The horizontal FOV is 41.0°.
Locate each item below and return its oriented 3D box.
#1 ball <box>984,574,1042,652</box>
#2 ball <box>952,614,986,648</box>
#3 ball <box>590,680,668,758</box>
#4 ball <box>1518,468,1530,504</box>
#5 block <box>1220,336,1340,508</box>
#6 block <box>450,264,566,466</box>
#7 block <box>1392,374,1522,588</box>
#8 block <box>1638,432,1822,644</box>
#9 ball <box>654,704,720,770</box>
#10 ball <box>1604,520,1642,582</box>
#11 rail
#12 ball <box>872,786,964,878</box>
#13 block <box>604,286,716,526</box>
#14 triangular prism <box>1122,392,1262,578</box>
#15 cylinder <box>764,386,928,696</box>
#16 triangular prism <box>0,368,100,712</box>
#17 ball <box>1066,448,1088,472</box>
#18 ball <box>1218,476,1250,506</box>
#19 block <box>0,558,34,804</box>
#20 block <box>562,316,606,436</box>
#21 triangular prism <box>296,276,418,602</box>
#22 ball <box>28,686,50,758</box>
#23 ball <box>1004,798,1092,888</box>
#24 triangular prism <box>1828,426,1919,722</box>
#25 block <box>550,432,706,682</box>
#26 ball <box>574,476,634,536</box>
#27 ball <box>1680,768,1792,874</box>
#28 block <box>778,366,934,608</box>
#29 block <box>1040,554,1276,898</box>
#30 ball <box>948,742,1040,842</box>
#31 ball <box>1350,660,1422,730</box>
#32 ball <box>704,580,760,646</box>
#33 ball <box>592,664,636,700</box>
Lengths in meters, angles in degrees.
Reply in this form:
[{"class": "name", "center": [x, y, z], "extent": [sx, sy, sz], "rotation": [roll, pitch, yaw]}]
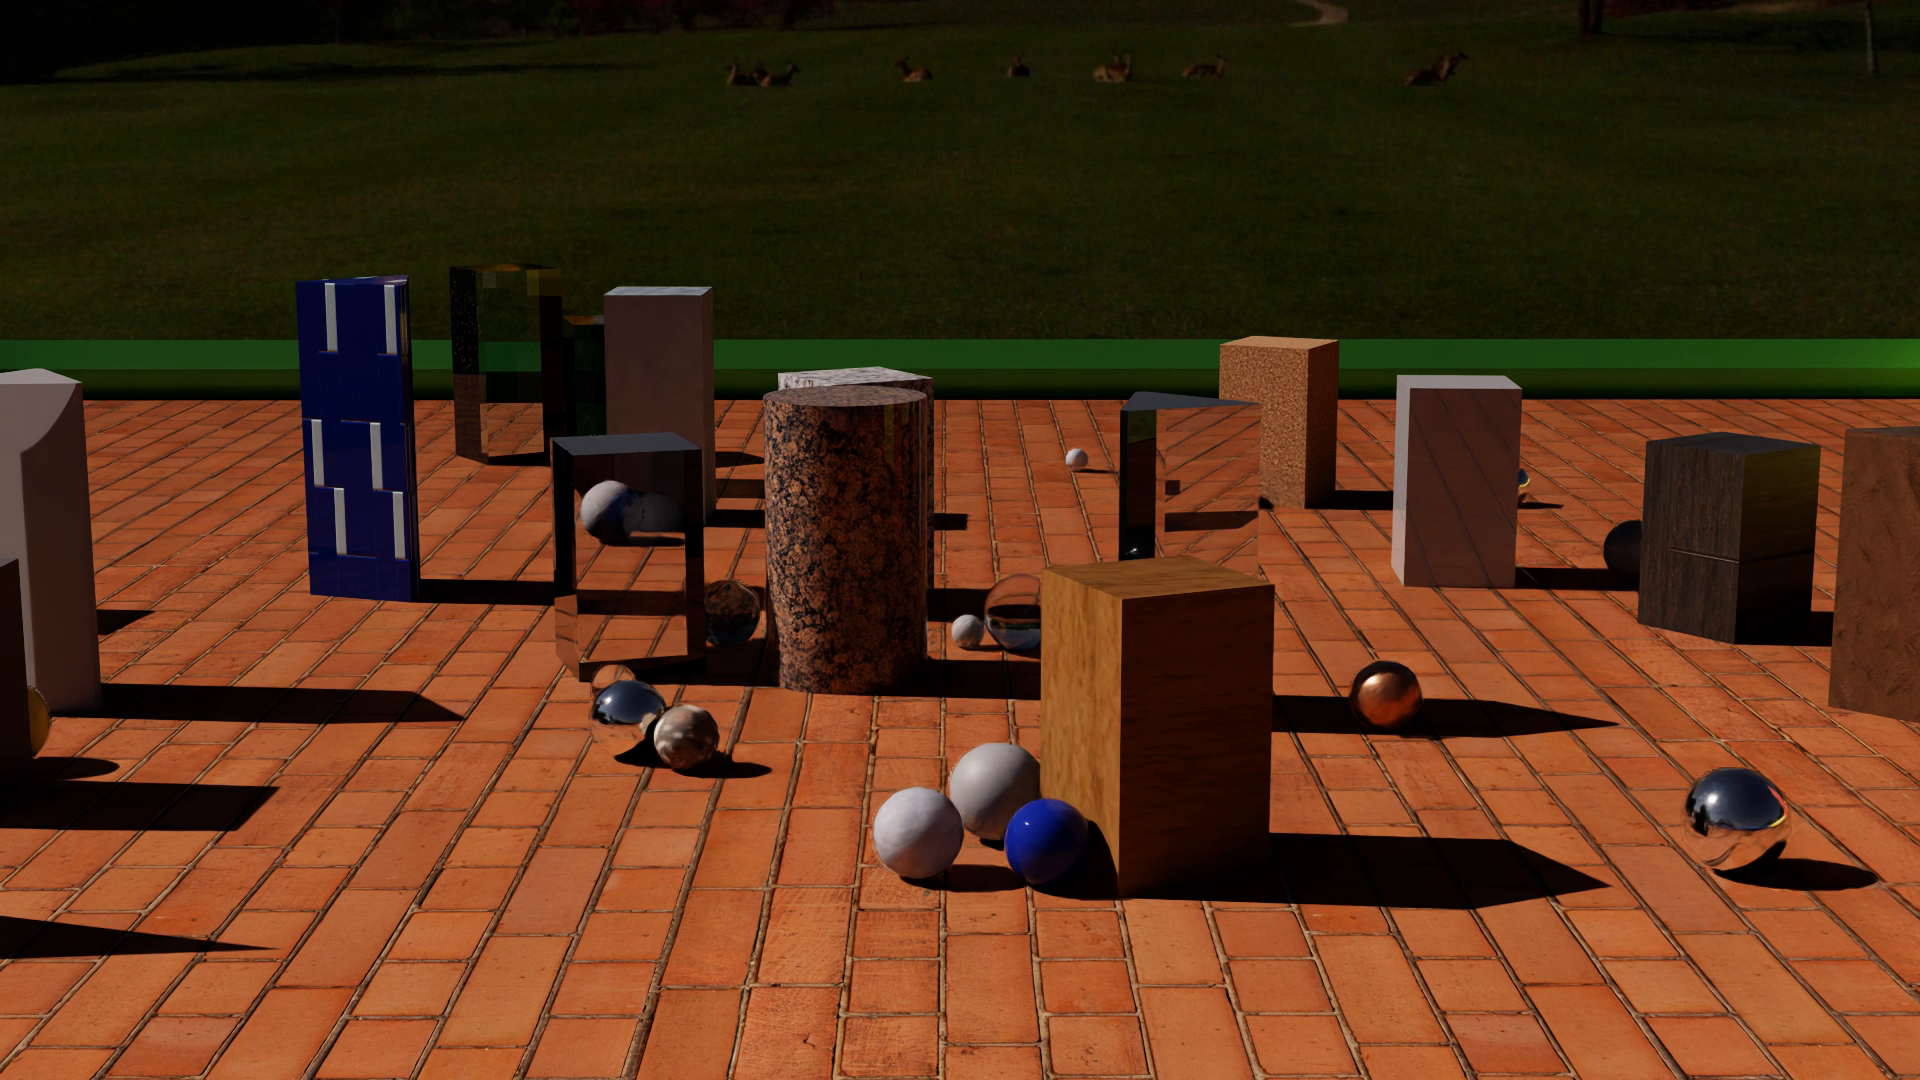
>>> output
[{"class": "ball", "center": [0.077, 0.091, 3.217], "extent": [0.096, 0.096, 0.096], "rotation": [0, 11, 0]}, {"class": "ball", "center": [0.010, 0.115, 3.237], "extent": [0.043, 0.043, 0.043], "rotation": [0, 11, 0]}, {"class": "ball", "center": [-0.351, 0.190, 2.723], "extent": [0.084, 0.084, 0.084], "rotation": [0, 11, 0]}, {"class": "ball", "center": [0.916, -0.092, 4.277], "extent": [0.069, 0.069, 0.069], "rotation": [0, 11, 0]}, {"class": "block", "center": [0.537, -0.201, 4.326], "extent": [0.155, 0.266, 0.155], "rotation": [5, 12, 27]}, {"class": "block", "center": [-0.843, -0.330, 4.781], "extent": [0.155, 0.354, 0.155], "rotation": [-7, 13, -33]}, {"class": "block", "center": [0.707, -0.086, 3.663], "extent": [0.155, 0.282, 0.155], "rotation": [1, 11, 3]}, {"class": "block", "center": [1.001, -0.006, 3.342], "extent": [0.155, 0.243, 0.155], "rotation": [-8, 13, -35]}, {"class": "ball", "center": [-0.285, 0.206, 2.677], "extent": [0.068, 0.068, 0.068], "rotation": [0, 11, 0]}, {"class": "ball", "center": [0.959, 0.016, 3.646], "extent": [0.089, 0.089, 0.089], "rotation": [0, 11, 0]}, {"class": "rail", "center": [-0.013, -0.375, 5.642], "extent": [4.353, 0.126, 0.045], "rotation": [0, 11, 0]}, {"class": "ball", "center": [-0.038, 0.265, 2.321], "extent": [0.082, 0.082, 0.082], "rotation": [0, 11, 0]}, {"class": "block", "center": [-0.482, -0.218, 4.140], "extent": [0.155, 0.368, 0.155], "rotation": [0, 11, 1]}, {"class": "triangular prism", "center": [0.231, 0.016, 2.913], "extent": [0.167, 0.355, 0.145], "rotation": [-4, 11, -20]}, {"class": "cylinder", "center": [-0.136, -0.004, 3.061], "extent": [0.193, 0.340, 0.193], "rotation": [0, 11, 0]}, {"class": "triangular prism", "center": [-1.070, -0.002, 2.956], "extent": [0.167, 0.376, 0.145], "rotation": [-1, 11, -4]}, {"class": "ball", "center": [0.211, -0.145, 4.641], "extent": [0.041, 0.041, 0.041], "rotation": [0, 11, 0]}, {"class": "ball", "center": [0.455, -0.082, 4.269], "extent": [0.053, 0.053, 0.053], "rotation": [0, 11, 0]}, {"class": "block", "center": [-1.034, 0.146, 2.549], "extent": [0.155, 0.232, 0.155], "rotation": [0, 11, 1]}, {"class": "block", "center": [-0.598, -0.237, 4.450], "extent": [0.155, 0.292, 0.155], "rotation": [-3, 11, -16]}, {"class": "triangular prism", "center": [-0.801, -0.146, 3.568], "extent": [0.167, 0.434, 0.145], "rotation": [4, 11, 19]}, {"class": "ball", "center": [-1.001, 0.193, 2.682], "extent": [0.093, 0.093, 0.093], "rotation": [0, 11, 0]}, {"class": "ball", "center": [0.079, 0.271, 2.297], "extent": [0.080, 0.080, 0.080], "rotation": [0, 11, 0]}, {"class": "triangular prism", "center": [1.107, 0.034, 2.911], "extent": [0.145, 0.320, 0.167], "rotation": [-10, 15, -44]}, {"class": "block", "center": [-0.406, 0.017, 3.131], "extent": [0.155, 0.273, 0.155], "rotation": [-4, 11, -19]}, {"class": "ball", "center": [-0.555, -0.054, 4.004], "extent": [0.094, 0.094, 0.094], "rotation": [0, 11, 0]}, {"class": "ball", "center": [0.706, 0.255, 2.333], "extent": [0.097, 0.097, 0.097], "rotation": [0, 11, 0]}, {"class": "block", "center": [-0.141, -0.068, 3.481], "extent": [0.155, 0.312, 0.155], "rotation": [-6, 12, -30]}, {"class": "block", "center": [0.178, 0.165, 2.344], "extent": [0.155, 0.270, 0.155], "rotation": [-5, 12, -24]}, {"class": "ball", "center": [0.037, 0.238, 2.431], "extent": [0.094, 0.094, 0.094], "rotation": [0, 11, 0]}, {"class": "ball", "center": [0.471, 0.172, 2.835], "extent": [0.078, 0.078, 0.078], "rotation": [0, 11, 0]}, {"class": "ball", "center": [-0.295, 0.093, 3.242], "extent": [0.085, 0.085, 0.085], "rotation": [0, 11, 0]}, {"class": "ball", "center": [-0.394, 0.168, 2.926], "extent": [0.053, 0.053, 0.053], "rotation": [0, 11, 0]}]
